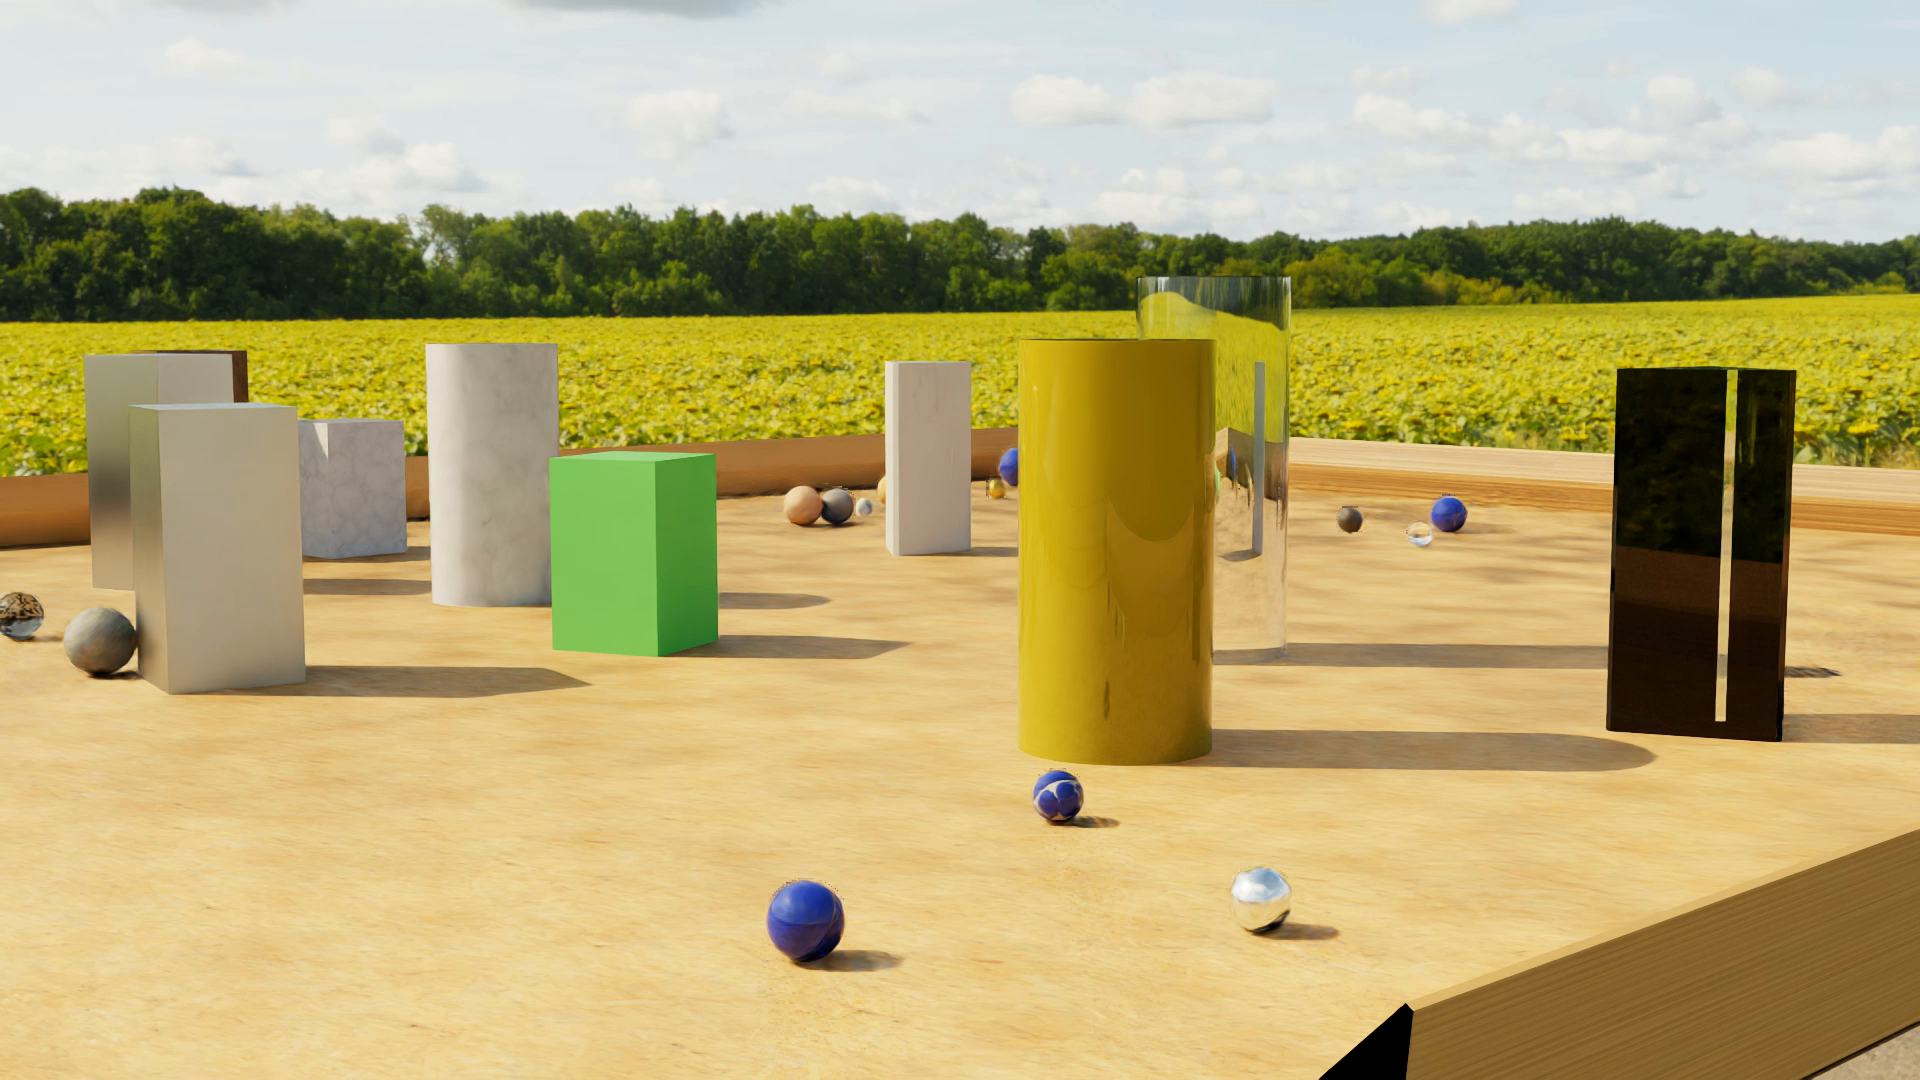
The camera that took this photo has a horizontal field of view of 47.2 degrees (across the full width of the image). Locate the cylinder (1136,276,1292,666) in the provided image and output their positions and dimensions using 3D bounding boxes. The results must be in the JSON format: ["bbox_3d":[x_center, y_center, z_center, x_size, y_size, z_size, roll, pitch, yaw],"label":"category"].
[{"bbox_3d":[0.325,-0.095,2.846,0.199,0.488,0.199,0,6,0],"label":"cylinder"}]

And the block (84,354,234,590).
[{"bbox_3d":[-1.292,-0.113,3.565,0.159,0.374,0.159,3,7,26],"label":"block"}]

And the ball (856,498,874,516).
[{"bbox_3d":[-0.208,-0.070,4.769,0.041,0.041,0.041,0,6,0],"label":"ball"}]

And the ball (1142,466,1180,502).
[{"bbox_3d":[0.467,-0.129,5.117,0.085,0.085,0.085,0,6,0],"label":"ball"}]

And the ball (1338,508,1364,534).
[{"bbox_3d":[0.784,-0.039,4.419,0.051,0.051,0.051,0,6,0],"label":"ball"}]

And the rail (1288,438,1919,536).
[{"bbox_3d":[1.517,-0.111,4.724,0.045,0.129,3.716,-5,8,-42],"label":"rail"}]

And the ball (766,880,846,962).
[{"bbox_3d":[-0.106,0.262,1.511,0.055,0.055,0.055,0,6,0],"label":"ball"}]

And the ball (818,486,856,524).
[{"bbox_3d":[-0.259,-0.070,4.609,0.083,0.083,0.083,0,6,0],"label":"ball"}]

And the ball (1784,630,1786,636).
[{"bbox_3d":[0.970,0.115,2.722,0.097,0.097,0.097,0,6,0],"label":"ball"}]

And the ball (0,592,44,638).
[{"bbox_3d":[-1.283,0.103,2.996,0.064,0.064,0.064,0,6,0],"label":"ball"}]

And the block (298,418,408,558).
[{"bbox_3d":[-1.138,-0.099,4.061,0.159,0.244,0.159,5,8,42],"label":"block"}]

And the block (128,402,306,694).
[{"bbox_3d":[-0.897,0.004,2.652,0.159,0.331,0.159,-4,7,-32],"label":"block"}]

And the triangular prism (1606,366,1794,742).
[{"bbox_3d":[0.796,0.008,2.359,0.173,0.384,0.149,2,6,21],"label":"triangular prism"}]

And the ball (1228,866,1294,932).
[{"bbox_3d":[0.216,0.259,1.581,0.047,0.047,0.047,0,6,0],"label":"ball"}]

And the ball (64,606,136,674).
[{"bbox_3d":[-1.055,0.124,2.698,0.084,0.084,0.084,0,6,0],"label":"ball"}]

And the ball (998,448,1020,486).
[{"bbox_3d":[0.148,-0.185,5.589,0.100,0.100,0.100,0,6,0],"label":"ball"}]

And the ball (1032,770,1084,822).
[{"bbox_3d":[0.086,0.224,1.920,0.045,0.045,0.045,0,6,0],"label":"ball"}]

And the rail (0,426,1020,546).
[{"bbox_3d":[-1.244,-0.106,4.673,4.174,0.129,0.045,-5,8,-42],"label":"rail"}]

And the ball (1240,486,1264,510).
[{"bbox_3d":[0.658,-0.094,4.949,0.051,0.051,0.051,0,6,0],"label":"ball"}]

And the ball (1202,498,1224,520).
[{"bbox_3d":[0.540,-0.066,4.693,0.047,0.047,0.047,0,6,0],"label":"ball"}]

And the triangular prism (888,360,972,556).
[{"bbox_3d":[-0.093,-0.157,4.101,0.173,0.351,0.149,-4,7,-37],"label":"triangular prism"}]

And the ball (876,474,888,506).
[{"bbox_3d":[-0.150,-0.113,4.995,0.079,0.079,0.079,0,6,0],"label":"ball"}]

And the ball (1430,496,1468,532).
[{"bbox_3d":[0.985,-0.051,4.433,0.073,0.073,0.073,0,6,0],"label":"ball"}]

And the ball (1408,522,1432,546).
[{"bbox_3d":[0.874,-0.011,4.175,0.045,0.045,0.045,0,6,0],"label":"ball"}]

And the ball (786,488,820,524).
[{"bbox_3d":[-0.326,-0.071,4.568,0.074,0.074,0.074,0,6,0],"label":"ball"}]

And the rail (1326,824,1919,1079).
[{"bbox_3d":[1.244,0.173,1.991,4.174,0.129,0.045,-5,8,-42],"label":"rail"}]

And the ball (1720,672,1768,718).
[{"bbox_3d":[0.859,0.170,2.409,0.051,0.051,0.051,0,6,0],"label":"ball"}]

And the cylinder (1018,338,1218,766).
[{"bbox_3d":[0.159,0.005,2.238,0.199,0.416,0.199,0,6,0],"label":"cylinder"}]

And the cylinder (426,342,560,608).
[{"bbox_3d":[-0.719,-0.105,3.395,0.199,0.394,0.199,0,6,0],"label":"cylinder"}]

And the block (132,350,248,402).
[{"bbox_3d":[-1.400,-0.159,4.012,0.159,0.373,0.159,-4,7,-35],"label":"block"}]

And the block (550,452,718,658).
[{"bbox_3d":[-0.432,0.015,2.928,0.159,0.253,0.159,3,6,23],"label":"block"}]

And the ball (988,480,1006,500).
[{"bbox_3d":[0.088,-0.120,5.219,0.047,0.047,0.047,0,6,0],"label":"ball"}]
